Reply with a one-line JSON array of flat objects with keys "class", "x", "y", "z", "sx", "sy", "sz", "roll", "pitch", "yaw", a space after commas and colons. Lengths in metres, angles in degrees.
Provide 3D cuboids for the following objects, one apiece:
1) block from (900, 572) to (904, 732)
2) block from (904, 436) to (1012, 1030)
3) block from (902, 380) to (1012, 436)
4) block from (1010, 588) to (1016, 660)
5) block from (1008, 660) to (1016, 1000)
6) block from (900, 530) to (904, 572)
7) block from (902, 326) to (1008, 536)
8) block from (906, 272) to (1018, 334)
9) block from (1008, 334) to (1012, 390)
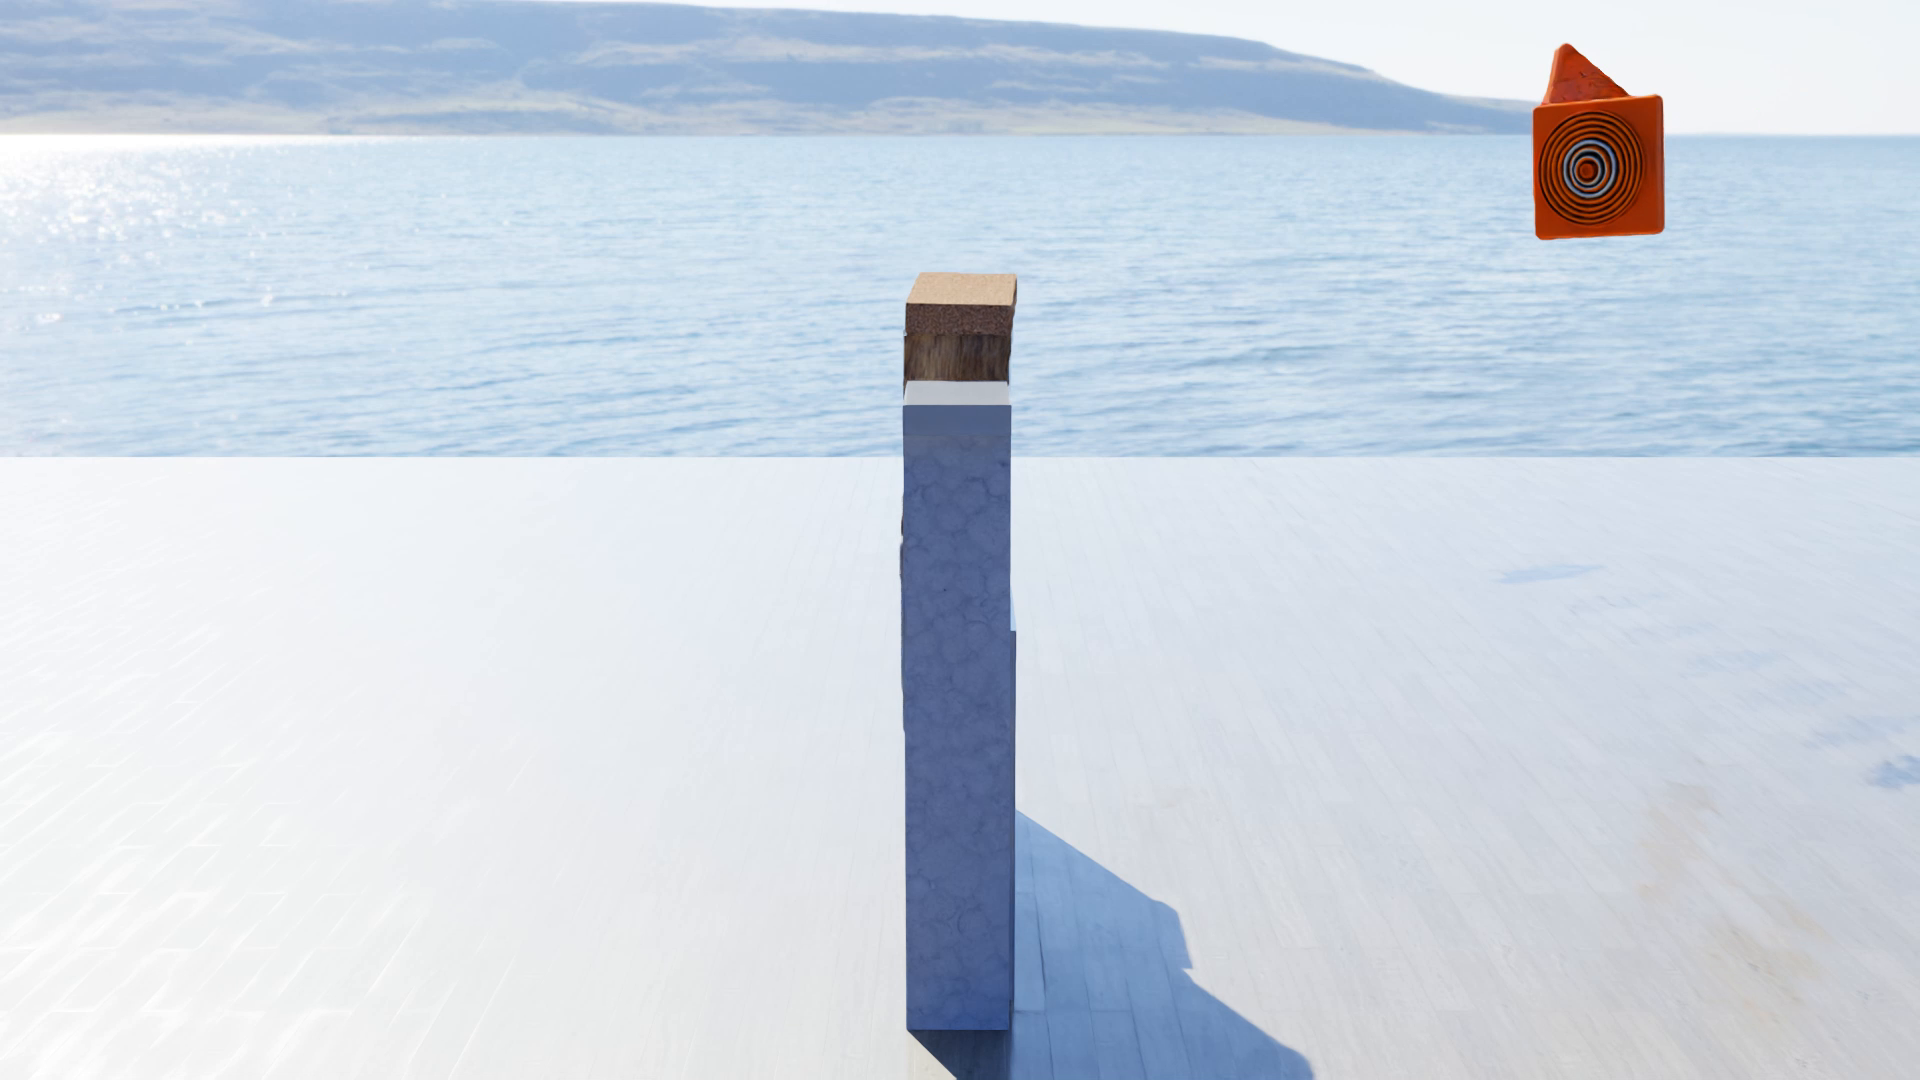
[{"class": "block", "x": -0.017, "y": 0.158, "z": 3.679, "sx": 0.162, "sy": 0.323, "sz": 0.046, "roll": -1, "pitch": 8, "yaw": 1}, {"class": "block", "x": -0.004, "y": 0.271, "z": 3.056, "sx": 0.145, "sy": 0.852, "sz": 0.041, "roll": 0, "pitch": 11, "yaw": 0}, {"class": "block", "x": -0.004, "y": -0.186, "z": 3.070, "sx": 0.145, "sy": 0.041, "sz": 0.291, "roll": 0, "pitch": 10, "yaw": 0}, {"class": "block", "x": 0.005, "y": 0.121, "z": 3.240, "sx": 0.150, "sy": 0.043, "sz": 0.301, "roll": 0, "pitch": 10, "yaw": 0}, {"class": "block", "x": 0.005, "y": 0.415, "z": 3.192, "sx": 0.150, "sy": 0.518, "sz": 0.043, "roll": 0, "pitch": 11, "yaw": 0}, {"class": "block", "x": -0.013, "y": -0.005, "z": 3.544, "sx": 0.162, "sy": 0.046, "sz": 0.323, "roll": 0, "pitch": 11, "yaw": 0}, {"class": "block", "x": -0.008, "y": -0.167, "z": 3.414, "sx": 0.161, "sy": 0.321, "sz": 0.046, "roll": 1, "pitch": 12, "yaw": 1}, {"class": "block", "x": 0.006, "y": -0.377, "z": 3.480, "sx": 0.161, "sy": 0.046, "sz": 0.321, "roll": 2, "pitch": 15, "yaw": 3}, {"class": "block", "x": 0.001, "y": -0.219, "z": 3.621, "sx": 0.161, "sy": 0.321, "sz": 0.046, "roll": 2, "pitch": 9, "yaw": 5}]
